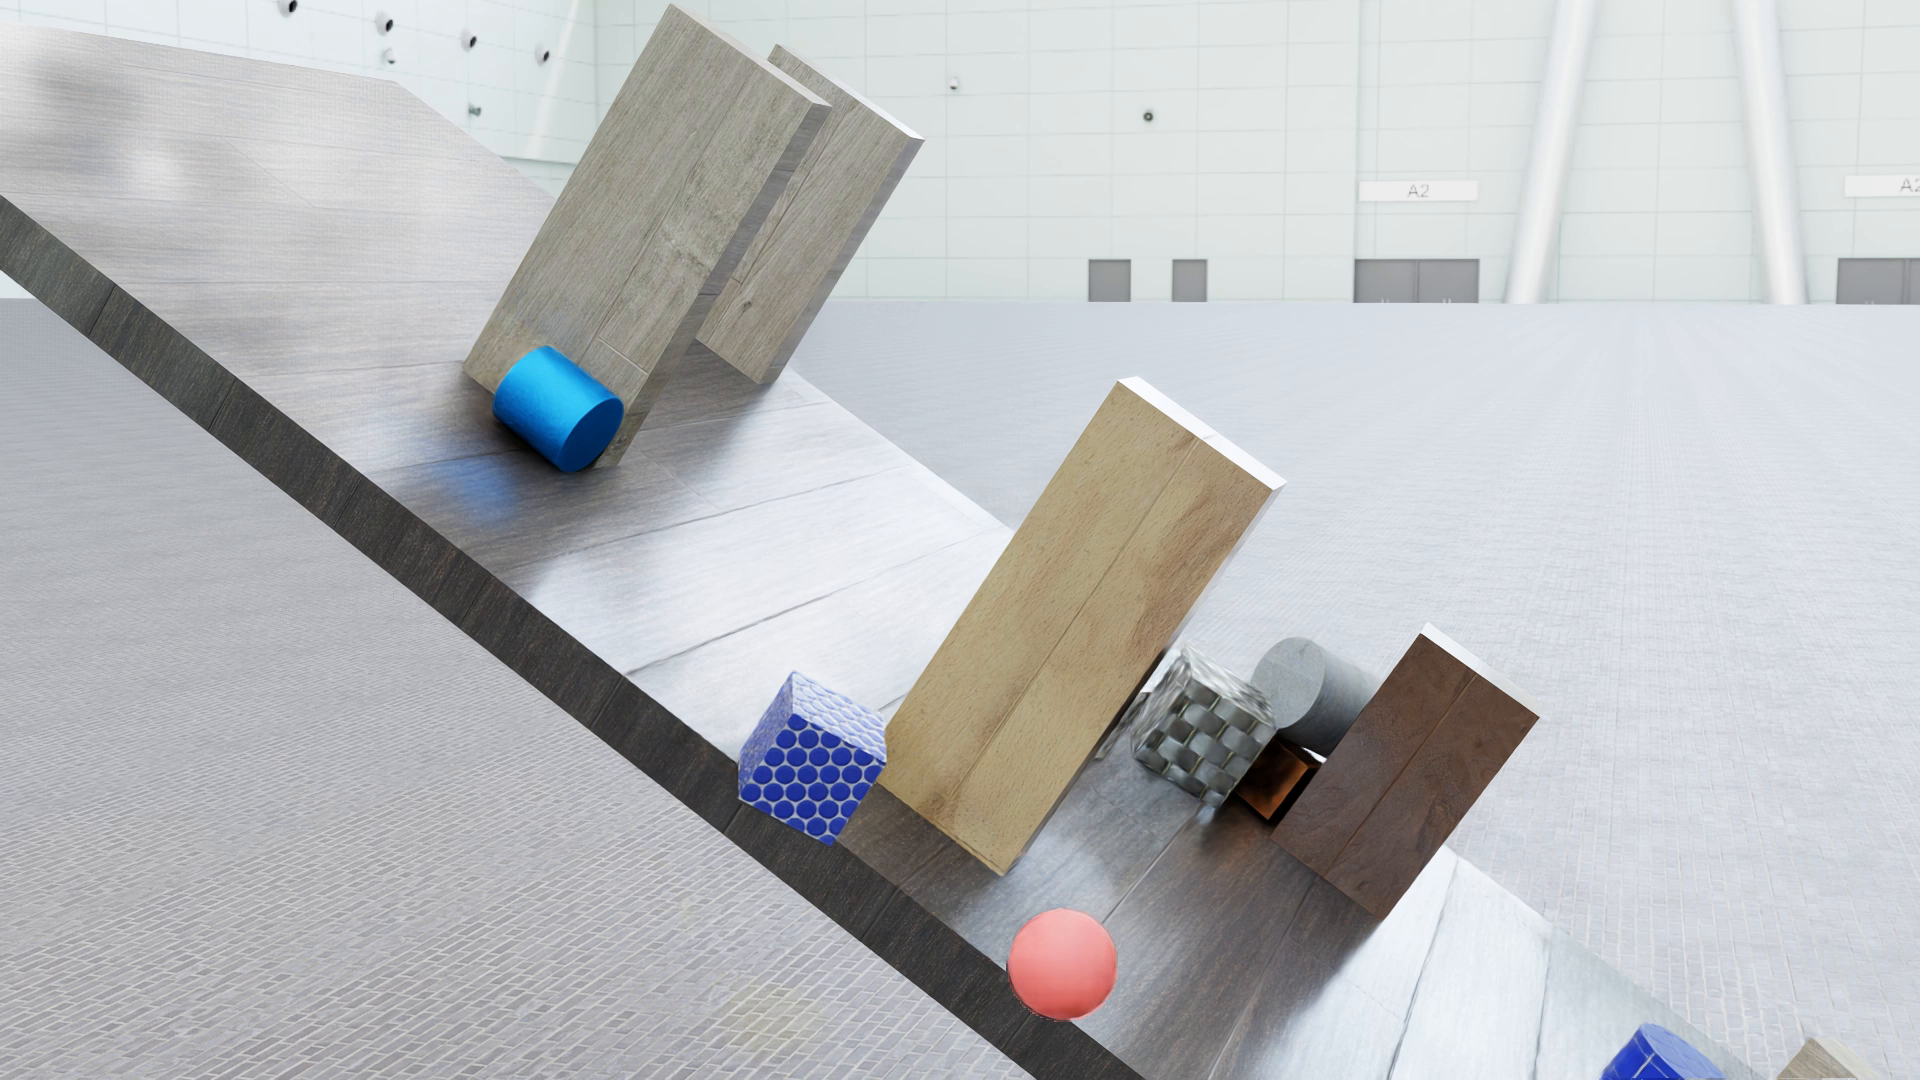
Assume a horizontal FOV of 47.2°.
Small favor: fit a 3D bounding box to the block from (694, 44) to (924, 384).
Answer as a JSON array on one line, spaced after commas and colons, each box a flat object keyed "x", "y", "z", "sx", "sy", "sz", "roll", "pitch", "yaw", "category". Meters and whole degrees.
[{"x": -0.409, "y": -0.720, "z": 4.888, "sx": 0.371, "sy": 0.645, "sz": 0.103, "roll": 36, "pitch": 15, "yaw": 10, "category": "block"}]

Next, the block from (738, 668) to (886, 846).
[{"x": -0.208, "y": 0.304, "z": 3.089, "sx": 0.149, "sy": 0.149, "sz": 0.149, "roll": 30, "pitch": 16, "yaw": -14, "category": "block"}]

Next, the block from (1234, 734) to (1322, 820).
[{"x": 0.614, "y": 0.456, "z": 4.312, "sx": 0.130, "sy": 0.130, "sz": 0.130, "roll": 40, "pitch": 12, "yaw": 24, "category": "block"}]

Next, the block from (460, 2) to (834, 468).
[{"x": -0.547, "y": -0.517, "z": 3.796, "sx": 0.306, "sy": 0.742, "sz": 0.097, "roll": 36, "pitch": 15, "yaw": 10, "category": "block"}]

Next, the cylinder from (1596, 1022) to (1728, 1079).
[{"x": 1.189, "y": 0.974, "z": 3.764, "sx": 0.205, "sy": 0.205, "sz": 0.205, "roll": 31, "pitch": 16, "yaw": -10, "category": "cylinder"}]

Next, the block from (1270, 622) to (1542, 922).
[{"x": 0.843, "y": 0.438, "z": 4.165, "sx": 0.263, "sy": 0.492, "sz": 0.133, "roll": 36, "pitch": 15, "yaw": 10, "category": "block"}]

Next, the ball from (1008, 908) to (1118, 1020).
[{"x": 0.140, "y": 0.575, "z": 2.981, "sx": 0.147, "sy": 0.147, "sz": 0.147, "roll": 0, "pitch": 7, "yaw": 0, "category": "ball"}]

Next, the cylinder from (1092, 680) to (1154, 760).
[{"x": 0.245, "y": 0.293, "z": 4.032, "sx": 0.158, "sy": 0.158, "sz": 0.158, "roll": 31, "pitch": 15, "yaw": -9, "category": "cylinder"}]

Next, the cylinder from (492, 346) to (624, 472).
[{"x": -0.682, "y": -0.222, "z": 3.734, "sx": 0.155, "sy": 0.155, "sz": 0.155, "roll": 37, "pitch": 19, "yaw": 14, "category": "cylinder"}]

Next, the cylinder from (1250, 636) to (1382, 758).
[{"x": 0.704, "y": 0.314, "z": 4.326, "sx": 0.192, "sy": 0.192, "sz": 0.192, "roll": 28, "pitch": -10, "yaw": -34, "category": "cylinder"}]

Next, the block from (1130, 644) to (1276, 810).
[{"x": 0.462, "y": 0.355, "z": 4.206, "sx": 0.193, "sy": 0.193, "sz": 0.193, "roll": 33, "pitch": 15, "yaw": -6, "category": "block"}]

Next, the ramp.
[{"x": -0.114, "y": 0.195, "z": 4.093, "sx": 4.000, "sy": 0.100, "sz": 2.000, "roll": 36, "pitch": 15, "yaw": 10, "category": "ramp"}]

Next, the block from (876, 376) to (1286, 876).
[{"x": 0.164, "y": 0.131, "z": 3.296, "sx": 0.274, "sy": 0.717, "sz": 0.131, "roll": 36, "pitch": 15, "yaw": 10, "category": "block"}]

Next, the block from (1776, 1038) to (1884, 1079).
[{"x": 1.810, "y": 1.150, "z": 4.572, "sx": 0.160, "sy": 0.160, "sz": 0.160, "roll": 15, "pitch": 23, "yaw": -49, "category": "block"}]
